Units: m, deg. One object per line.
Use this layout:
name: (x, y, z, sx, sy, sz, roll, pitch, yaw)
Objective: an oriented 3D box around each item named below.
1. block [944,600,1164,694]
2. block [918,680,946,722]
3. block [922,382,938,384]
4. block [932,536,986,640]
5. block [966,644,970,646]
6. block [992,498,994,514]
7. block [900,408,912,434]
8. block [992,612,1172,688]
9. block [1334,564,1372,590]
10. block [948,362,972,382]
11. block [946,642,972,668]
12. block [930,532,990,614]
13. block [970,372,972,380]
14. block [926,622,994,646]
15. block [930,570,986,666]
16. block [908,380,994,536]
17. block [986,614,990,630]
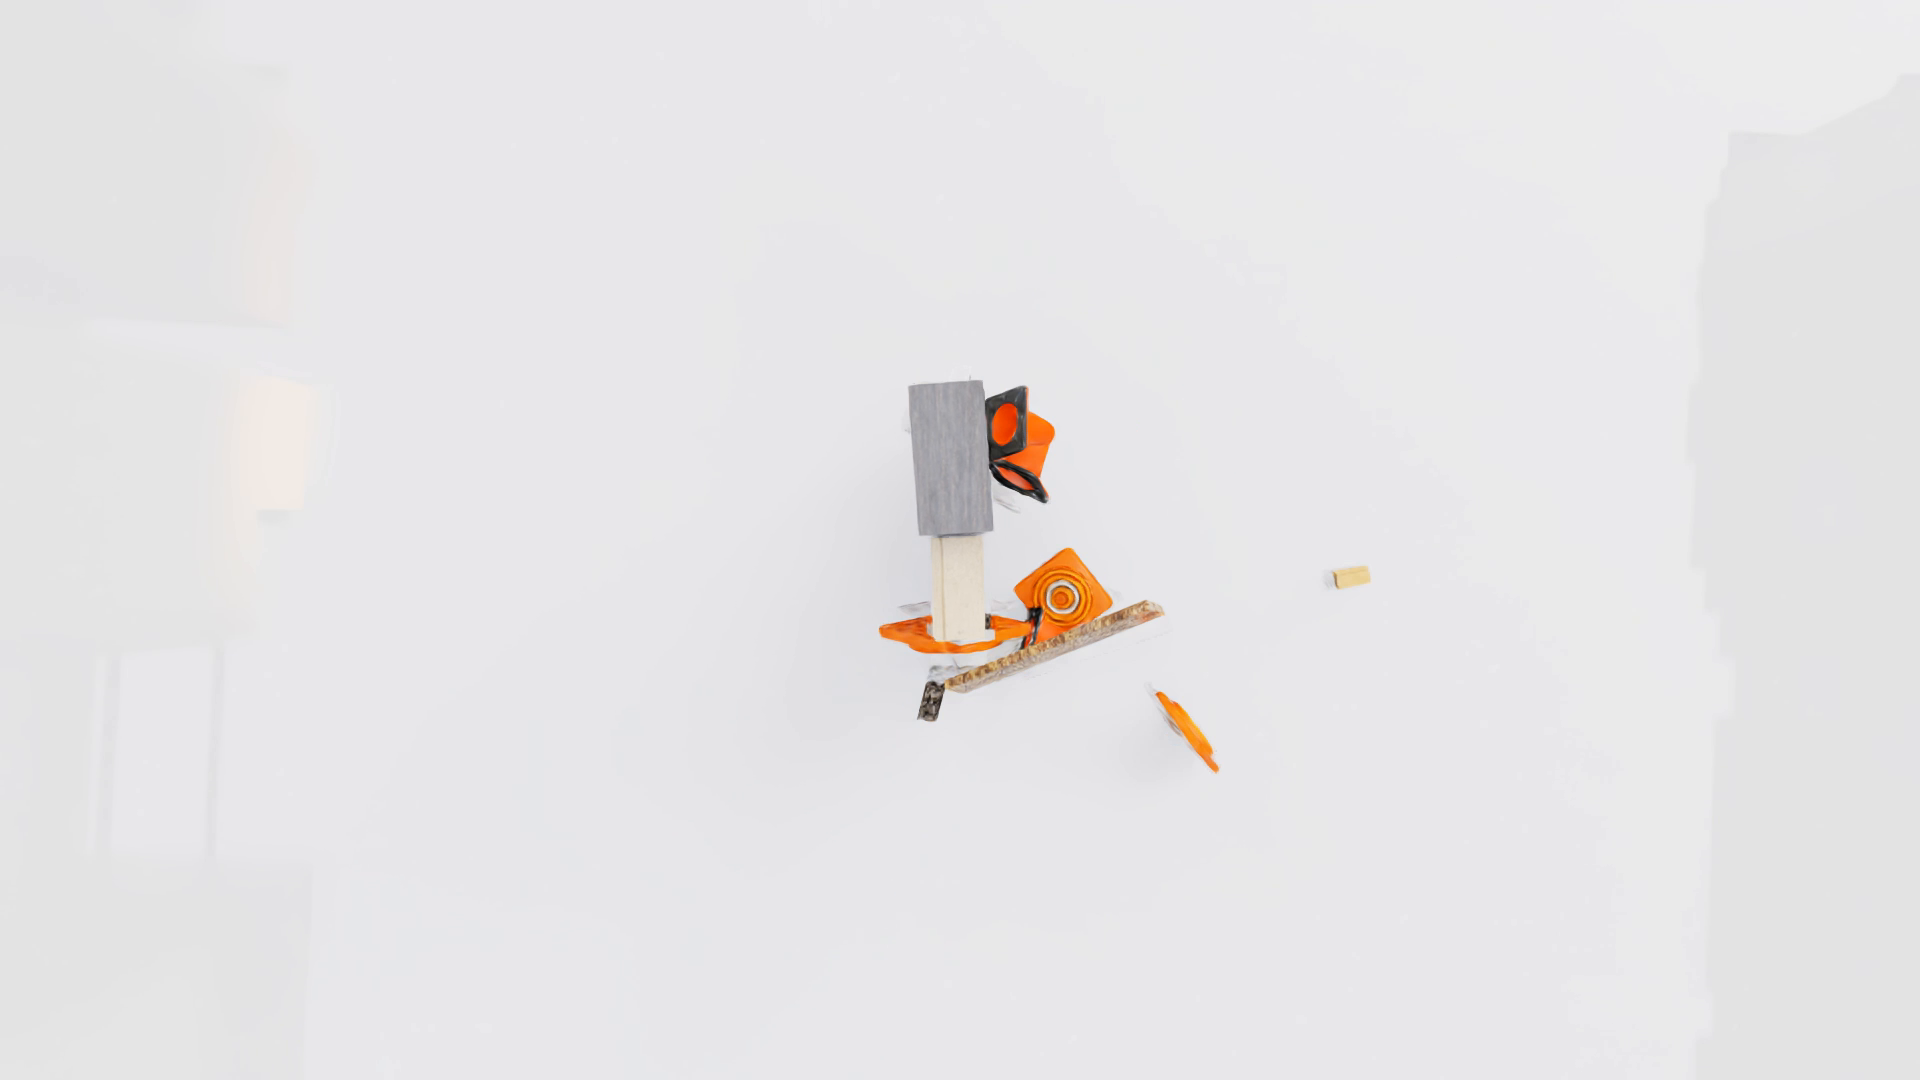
block: (0.279, 0.331, 5.020, 0.727, 0.106, 0.030, -24, 66, 26)
block: (-0.089, 0.506, 5.162, 0.061, 0.017, 0.122, 7, 74, 26)
block: (-0.029, -0.265, 4.521, 0.163, 0.046, 0.326, 2, 90, 1)
block: (-0.004, 0.113, 3.870, 0.121, 0.034, 0.242, -2, 90, 0)
block: (-0.010, 0.286, 5.104, 0.054, 0.015, 0.107, -18, 90, 1)
block: (-0.007, -0.068, 3.958, 0.172, 0.344, 0.049, 0, 90, 1)
block: (-0.037, -0.275, 4.143, 0.172, 0.709, 0.049, 13, 93, 1)
block: (0.400, 0.364, 5.489, 0.630, 0.017, 0.061, -18, 85, 0)
block: (1.290, 0.122, 5.424, 0.121, 0.017, 0.061, -10, 89, -15)
block: (-0.006, -0.415, 4.386, 0.052, 0.015, 0.104, 15, 88, 0)
block: (-0.005, 0.334, 5.071, 0.054, 0.015, 0.107, -28, 103, -23)
block: (-0.001, 0.040, 4.151, 0.145, 0.041, 0.291, -1, 90, 0)
block: (0.004, -0.446, 4.947, 0.052, 1.105, 0.015, 0, 89, 0)
block: (0.000, 0.254, 4.561, 0.106, 0.212, 0.030, -7, 98, -25)
block: (-0.005, 0.219, 5.136, 0.169, 0.048, 0.338, 0, 90, 0)
block: (-0.020, -0.186, 3.762, 0.172, 0.049, 0.344, -4, 90, 1)
block: (0.022, 0.214, 4.267, 0.106, 0.212, 0.030, -4, 84, -1)
